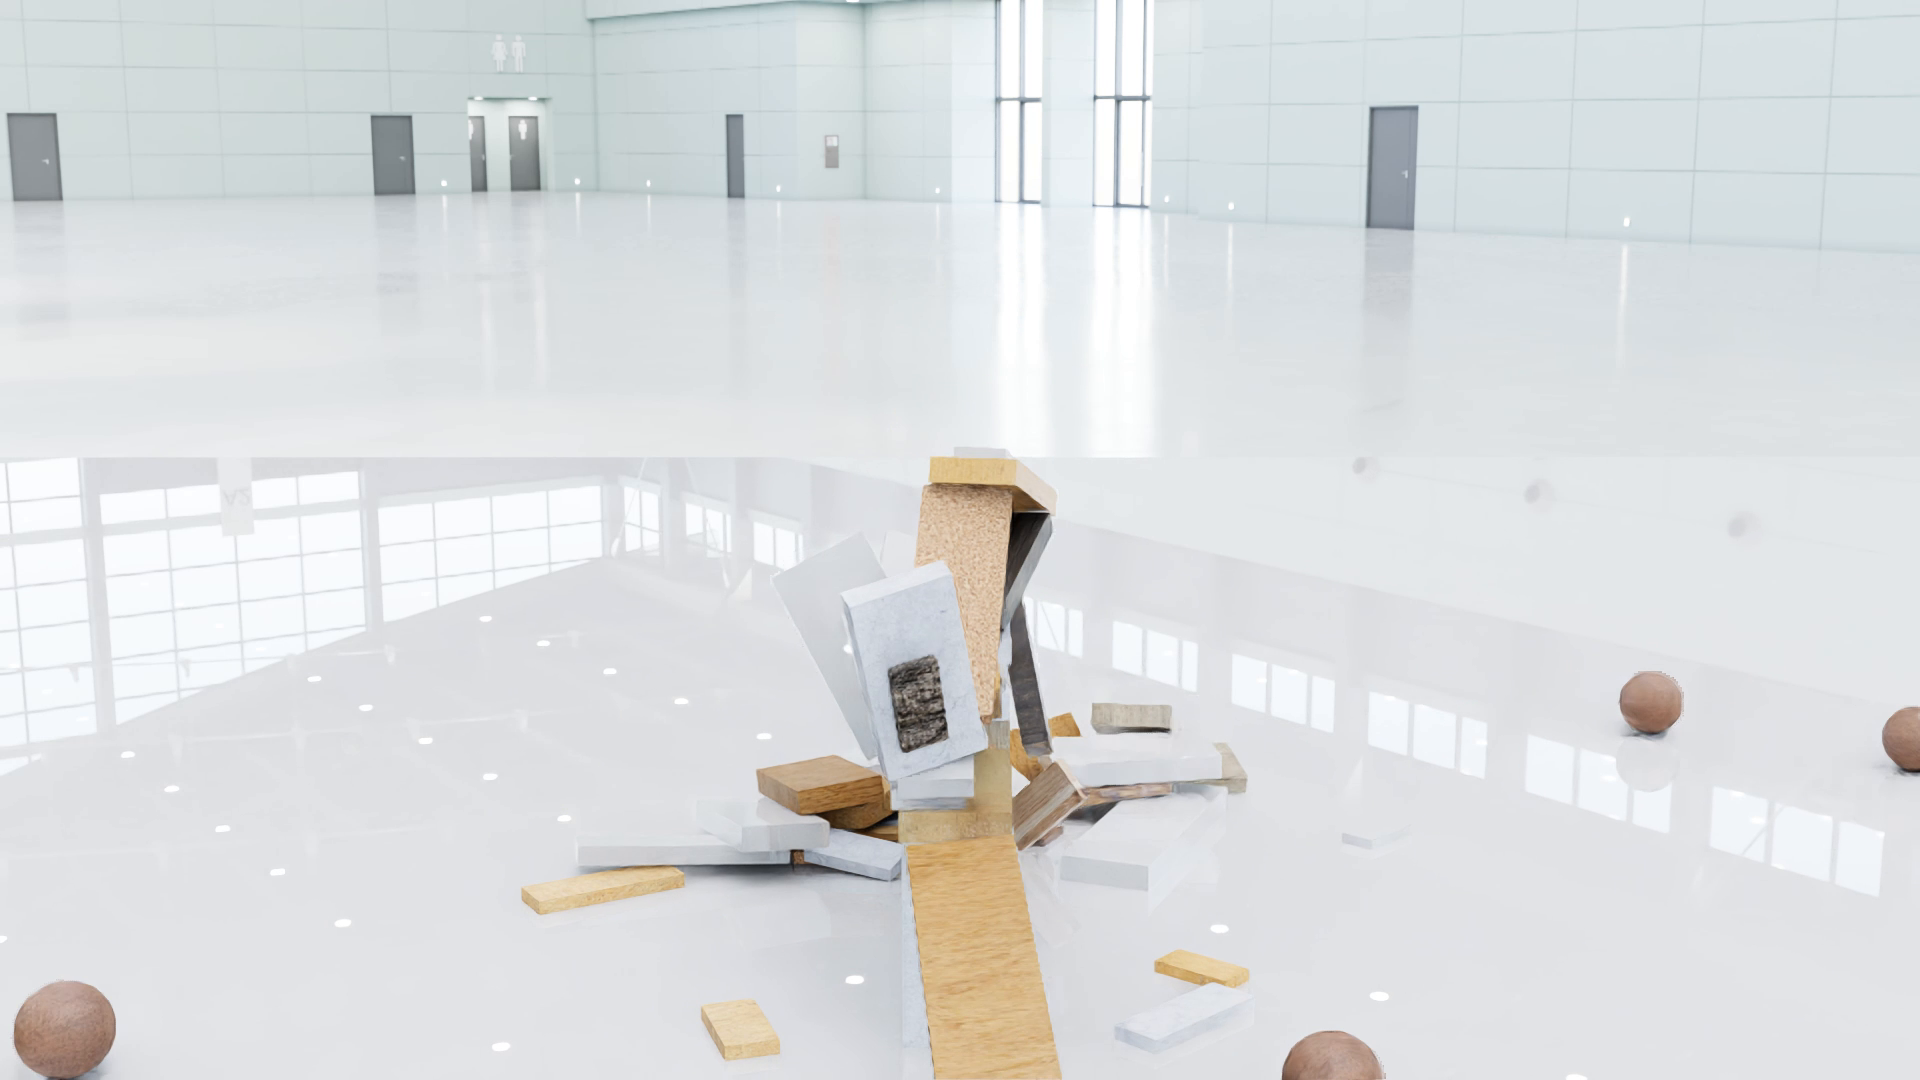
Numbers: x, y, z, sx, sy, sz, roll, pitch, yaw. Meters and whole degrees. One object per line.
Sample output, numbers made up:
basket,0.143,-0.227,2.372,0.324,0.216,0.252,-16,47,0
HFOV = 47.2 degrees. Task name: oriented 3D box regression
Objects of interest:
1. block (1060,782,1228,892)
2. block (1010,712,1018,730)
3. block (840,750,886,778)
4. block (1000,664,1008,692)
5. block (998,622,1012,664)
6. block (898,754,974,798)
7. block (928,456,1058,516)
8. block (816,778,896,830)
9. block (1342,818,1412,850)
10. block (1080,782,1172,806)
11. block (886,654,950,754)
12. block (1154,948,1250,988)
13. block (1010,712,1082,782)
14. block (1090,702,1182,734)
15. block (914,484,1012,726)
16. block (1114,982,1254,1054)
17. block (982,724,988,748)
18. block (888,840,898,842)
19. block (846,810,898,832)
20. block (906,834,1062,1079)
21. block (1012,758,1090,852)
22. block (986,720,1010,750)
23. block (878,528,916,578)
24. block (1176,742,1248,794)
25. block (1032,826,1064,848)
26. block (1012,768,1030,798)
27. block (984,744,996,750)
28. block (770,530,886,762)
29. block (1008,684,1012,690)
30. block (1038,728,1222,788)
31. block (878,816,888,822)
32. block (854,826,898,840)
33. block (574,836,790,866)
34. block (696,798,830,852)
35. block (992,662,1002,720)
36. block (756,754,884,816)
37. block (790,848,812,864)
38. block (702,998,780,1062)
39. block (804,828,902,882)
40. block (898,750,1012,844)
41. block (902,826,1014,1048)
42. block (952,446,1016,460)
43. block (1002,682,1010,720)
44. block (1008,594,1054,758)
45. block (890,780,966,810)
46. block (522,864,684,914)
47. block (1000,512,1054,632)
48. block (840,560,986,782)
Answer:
block,0.335,0.520,3.925,0.156,0.044,0.486,4,11,22
block,0.050,0.388,4.272,0.290,0.041,0.145,11,31,-34
block,-0.165,0.418,4.117,0.094,0.027,0.187,-14,6,-17
block,0.004,0.206,3.386,0.134,0.038,0.267,0,-8,0
block,0.007,0.150,3.238,0.134,0.038,0.267,0,3,1
block,-0.032,0.284,3.025,0.102,0.029,0.203,-2,28,1
block,0.052,-0.078,3.268,0.130,0.037,0.259,2,-9,16
block,-0.154,0.463,4.009,0.145,0.041,0.290,-7,8,33
block,0.750,0.528,3.956,0.064,0.018,0.128,10,14,43
block,0.288,0.458,4.076,0.187,0.027,0.094,-6,9,-14
block,-0.054,0.213,2.861,0.064,0.128,0.018,-17,34,-14
block,0.364,0.648,3.309,0.128,0.018,0.064,9,14,40
block,0.144,0.422,4.216,0.264,0.132,0.037,-12,-17,-47
block,0.354,0.377,4.329,0.153,0.043,0.305,1,-16,12
block,-0.005,0.088,3.109,0.130,0.351,0.037,4,-27,3
block,0.321,0.679,3.130,0.077,0.022,0.222,10,15,44
block,-0.013,0.283,3.220,0.102,0.029,0.268,-2,-1,0
block,-0.111,0.539,3.882,0.152,0.022,0.076,-5,12,-25
block,-0.125,0.509,3.974,0.152,0.022,0.076,-8,7,7
block,0.025,0.525,2.644,0.140,0.040,0.512,-6,28,-3
block,0.142,0.466,3.859,0.165,0.082,0.023,-44,-18,26
block,-0.001,0.438,3.603,0.162,0.323,0.046,0,10,0
block,-0.143,0.128,5.517,0.145,0.041,0.551,19,25,-6
block,0.408,0.446,4.253,0.264,0.037,0.132,-2,25,-12
block,0.148,0.531,3.953,0.045,0.013,0.091,5,12,26
block,0.035,0.480,3.974,0.264,0.037,0.132,-4,34,-41
block,-0.005,0.367,3.402,0.125,0.035,0.250,0,11,0
block,-0.130,0.145,2.996,0.140,0.280,0.040,-28,-5,-6
block,0.000,0.207,3.854,0.094,0.187,0.027,-33,7,-3
block,0.314,0.407,4.101,0.312,0.044,0.156,-3,14,-9
block,-0.147,0.493,3.981,0.045,0.013,0.091,-9,7,15
block,-0.142,0.520,3.895,0.091,0.013,0.045,0,11,0
block,-0.478,0.533,3.782,0.359,0.032,0.114,1,1,-12
block,-0.348,0.495,3.844,0.153,0.043,0.318,0,2,-20
block,-0.006,0.226,3.255,0.134,0.038,0.351,-1,-11,2
block,-0.255,0.439,3.954,0.153,0.043,0.305,-9,4,-18
block,-0.263,0.537,3.894,0.076,0.022,0.152,-2,11,-10
block,-0.309,0.687,3.089,0.077,0.022,0.154,-4,11,-18
block,-0.176,0.540,3.788,0.165,0.023,0.082,10,26,22
block,-0.004,0.359,3.111,0.153,0.043,0.307,0,11,1
block,-0.003,0.550,3.043,0.153,0.307,0.043,0,10,0
block,0.043,-0.111,3.252,0.077,0.022,0.154,3,-9,12
block,-0.005,0.237,3.674,0.162,0.046,0.323,0,11,-1
block,0.104,0.203,3.734,0.044,0.312,0.156,-11,-14,3
block,-0.046,0.331,3.065,0.102,0.029,0.203,-1,11,-2
block,-0.594,0.579,3.667,0.257,0.023,0.082,-6,12,-31
block,0.039,0.044,3.269,0.130,0.037,0.259,1,34,21
block,-0.059,0.174,2.891,0.140,0.280,0.040,-18,31,-12
